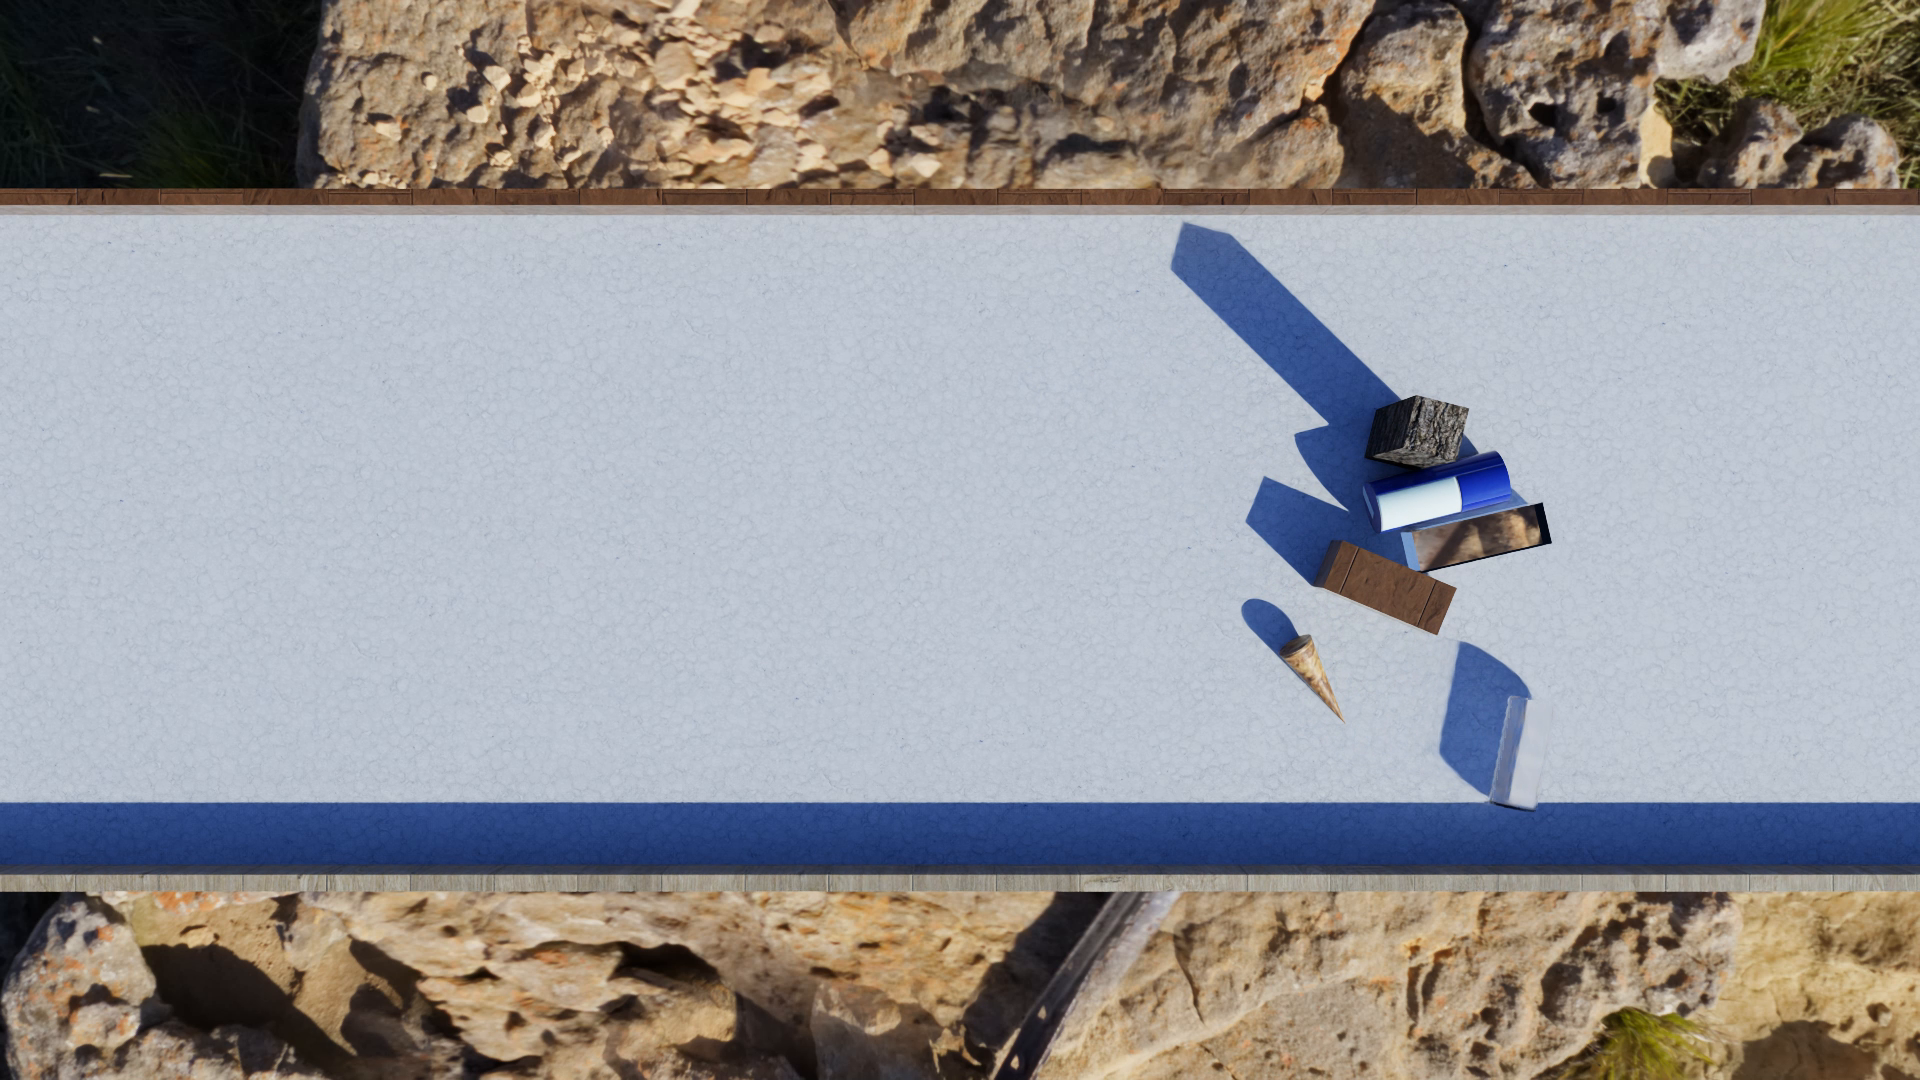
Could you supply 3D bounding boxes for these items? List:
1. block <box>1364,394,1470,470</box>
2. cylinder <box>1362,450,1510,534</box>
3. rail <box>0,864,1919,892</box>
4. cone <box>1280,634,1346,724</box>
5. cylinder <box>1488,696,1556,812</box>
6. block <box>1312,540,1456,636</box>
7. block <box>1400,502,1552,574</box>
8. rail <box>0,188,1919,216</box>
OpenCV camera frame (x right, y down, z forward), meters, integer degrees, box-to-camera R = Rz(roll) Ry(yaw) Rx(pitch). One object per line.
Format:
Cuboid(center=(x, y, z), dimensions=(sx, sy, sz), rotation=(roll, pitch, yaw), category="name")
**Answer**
Cuboid(center=(1.337, -0.311, 4.854), dimensions=(0.154, 0.443, 0.154), rotation=(14, 89, 0), category="block")
Cuboid(center=(1.442, -0.145, 4.996), dimensions=(0.399, 0.162, 0.162), rotation=(-14, 90, 0), category="cylinder")
Cuboid(center=(-2.247, 1.025, 5.001), dimensions=(12.000, 0.150, 0.050), rotation=(0, 90, 0), category="rail")
Cuboid(center=(1.104, 0.444, 5.049), dimensions=(0.111, 0.111, 0.305), rotation=(-34, 100, 0), category="cone")
Cuboid(center=(1.706, 0.648, 5.010), dimensions=(0.134, 0.134, 0.330), rotation=(11, 90, 0), category="cylinder")
Cuboid(center=(1.284, 0.143, 4.999), dimensions=(0.369, 0.154, 0.154), rotation=(23, 90, 0), category="block")
Cuboid(center=(1.567, -0.006, 5.013), dimensions=(0.403, 0.126, 0.126), rotation=(-13, 90, 0), category="block")
Cuboid(center=(-2.247, -1.025, 5.002), dimensions=(12.000, 0.150, 0.050), rotation=(0, 90, 0), category="rail")
